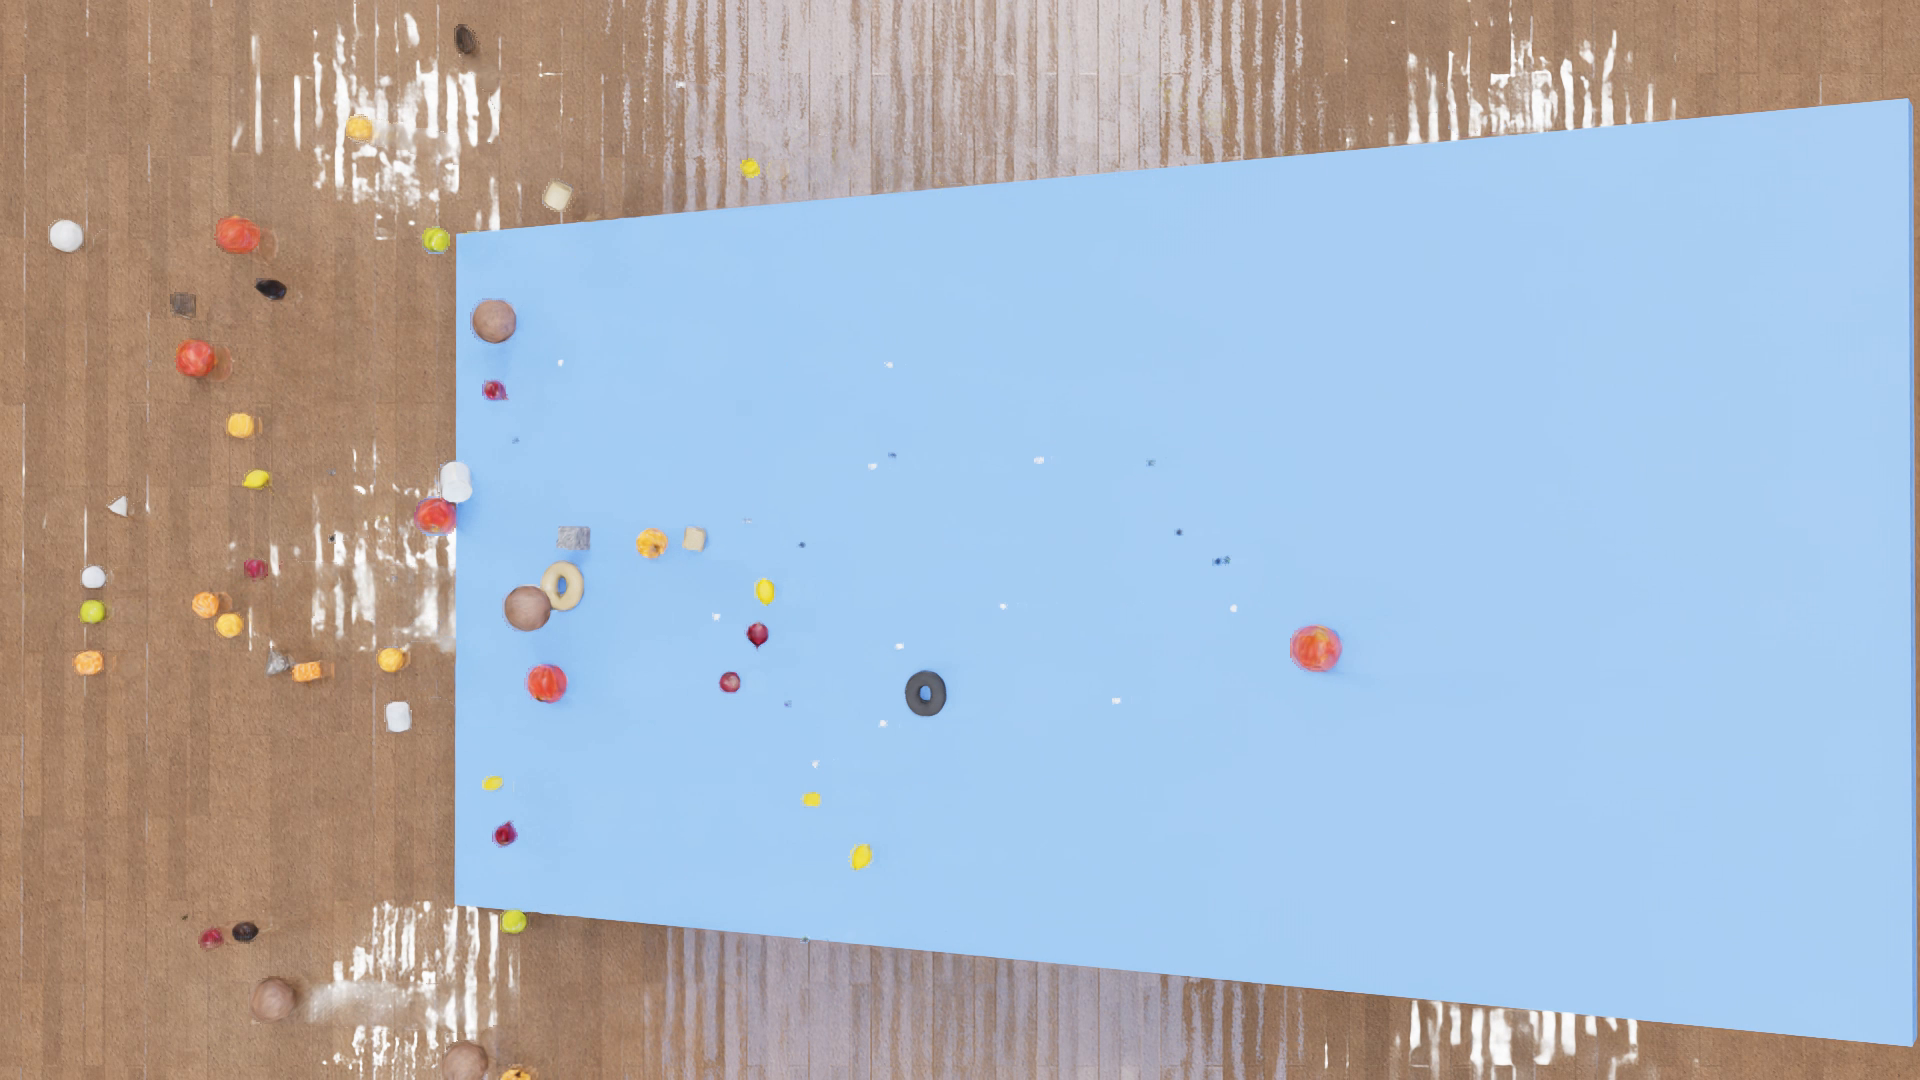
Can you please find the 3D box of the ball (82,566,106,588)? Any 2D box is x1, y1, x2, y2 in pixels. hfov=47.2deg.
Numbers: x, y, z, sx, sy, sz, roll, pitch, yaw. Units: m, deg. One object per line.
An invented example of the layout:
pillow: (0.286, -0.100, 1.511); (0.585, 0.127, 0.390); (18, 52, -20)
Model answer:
ball: (-2.605, 0.113, 6.613); (0.068, 0.068, 0.068); (0, 89, 0)

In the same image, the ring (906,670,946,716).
ring: (-0.090, 0.401, 5.758); (0.122, 0.041, 0.122); (0, 90, 30)

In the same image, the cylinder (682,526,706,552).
cylinder: (-0.737, -0.005, 6.104); (0.060, 0.060, 0.060); (11, 97, 0)

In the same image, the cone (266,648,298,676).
cone: (-2.035, 0.371, 6.618); (0.088, 0.088, 0.088); (7, 89, -21)

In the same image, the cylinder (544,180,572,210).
cylinder: (-1.161, -0.996, 6.354); (0.063, 0.063, 0.063); (23, 116, 0)

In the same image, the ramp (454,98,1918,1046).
ramp: (0.274, 0.076, 5.642); (4.000, 0.100, 2.000); (0, 89, 29)

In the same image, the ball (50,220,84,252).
ball: (-2.686, -0.914, 6.610); (0.093, 0.093, 0.093); (0, 89, 0)

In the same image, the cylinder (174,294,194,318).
cylinder: (-2.331, -0.703, 6.604); (0.060, 0.060, 0.060); (0, 89, 0)

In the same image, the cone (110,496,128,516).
cone: (-2.521, -0.112, 6.615); (0.055, 0.055, 0.055); (30, 101, 0)

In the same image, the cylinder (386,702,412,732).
cylinder: (-1.677, 0.527, 6.568); (0.066, 0.066, 0.066); (-2, 116, 0)

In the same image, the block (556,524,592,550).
block: (-1.107, -0.007, 6.305); (0.066, 0.066, 0.066); (6, 92, 29)

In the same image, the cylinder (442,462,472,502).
cylinder: (-1.476, -0.169, 6.447); (0.087, 0.087, 0.087); (-7, 131, -8)

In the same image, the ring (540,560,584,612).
ring: (-1.145, 0.132, 6.334); (0.148, 0.049, 0.148); (-1, 88, 29)
